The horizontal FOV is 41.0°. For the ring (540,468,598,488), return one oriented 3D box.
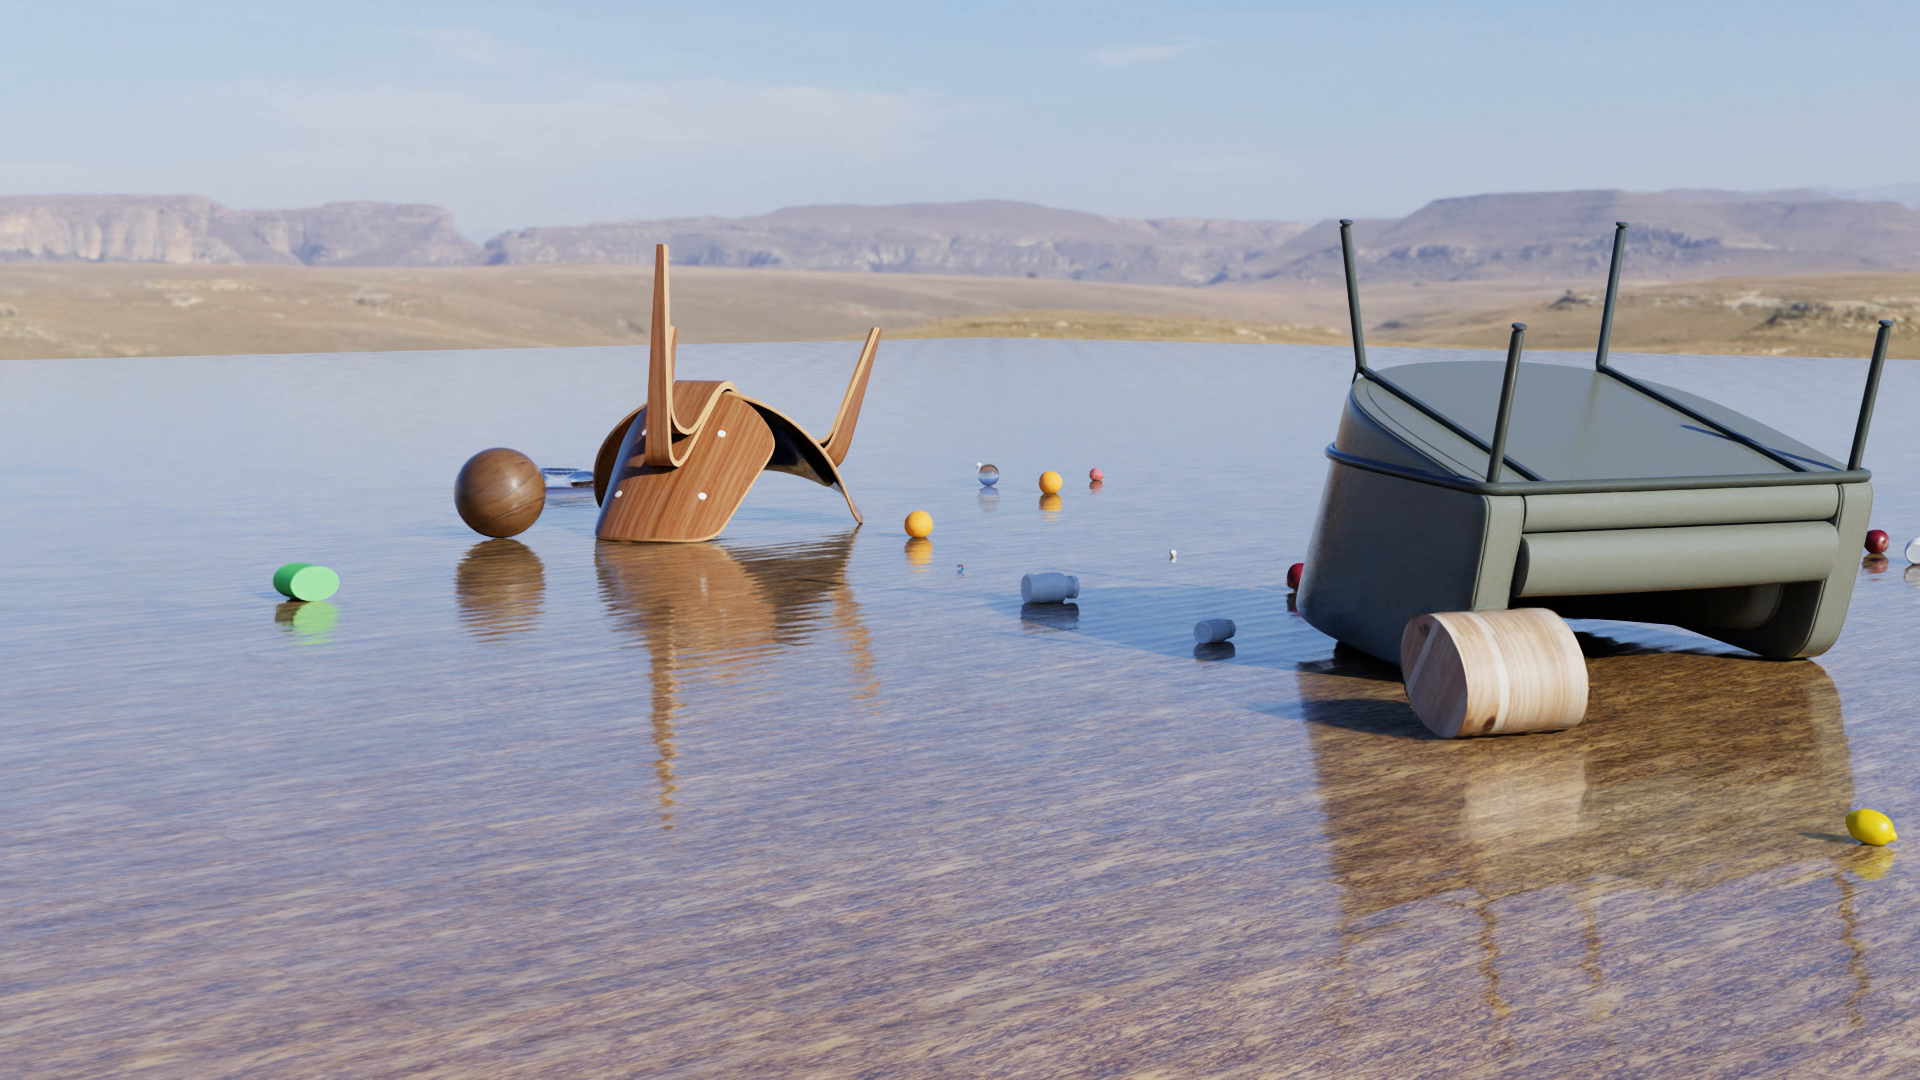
[{"bbox_3d":[-1.263,-0.196,8.063,0.256,0.051,0.250,3,6,24],"label":"ring"}]

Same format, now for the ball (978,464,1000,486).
[{"bbox_3d":[0.090,-0.205,8.061,0.069,0.069,0.069,0,6,0],"label":"ball"}]

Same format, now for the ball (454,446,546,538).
[{"bbox_3d":[-1.156,-0.119,6.445,0.230,0.230,0.230,0,6,0],"label":"ball"}]

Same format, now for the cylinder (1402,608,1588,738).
[{"bbox_3d":[0.773,0.191,3.717,0.198,0.155,0.201,-2,43,-20],"label":"cylinder"}]
